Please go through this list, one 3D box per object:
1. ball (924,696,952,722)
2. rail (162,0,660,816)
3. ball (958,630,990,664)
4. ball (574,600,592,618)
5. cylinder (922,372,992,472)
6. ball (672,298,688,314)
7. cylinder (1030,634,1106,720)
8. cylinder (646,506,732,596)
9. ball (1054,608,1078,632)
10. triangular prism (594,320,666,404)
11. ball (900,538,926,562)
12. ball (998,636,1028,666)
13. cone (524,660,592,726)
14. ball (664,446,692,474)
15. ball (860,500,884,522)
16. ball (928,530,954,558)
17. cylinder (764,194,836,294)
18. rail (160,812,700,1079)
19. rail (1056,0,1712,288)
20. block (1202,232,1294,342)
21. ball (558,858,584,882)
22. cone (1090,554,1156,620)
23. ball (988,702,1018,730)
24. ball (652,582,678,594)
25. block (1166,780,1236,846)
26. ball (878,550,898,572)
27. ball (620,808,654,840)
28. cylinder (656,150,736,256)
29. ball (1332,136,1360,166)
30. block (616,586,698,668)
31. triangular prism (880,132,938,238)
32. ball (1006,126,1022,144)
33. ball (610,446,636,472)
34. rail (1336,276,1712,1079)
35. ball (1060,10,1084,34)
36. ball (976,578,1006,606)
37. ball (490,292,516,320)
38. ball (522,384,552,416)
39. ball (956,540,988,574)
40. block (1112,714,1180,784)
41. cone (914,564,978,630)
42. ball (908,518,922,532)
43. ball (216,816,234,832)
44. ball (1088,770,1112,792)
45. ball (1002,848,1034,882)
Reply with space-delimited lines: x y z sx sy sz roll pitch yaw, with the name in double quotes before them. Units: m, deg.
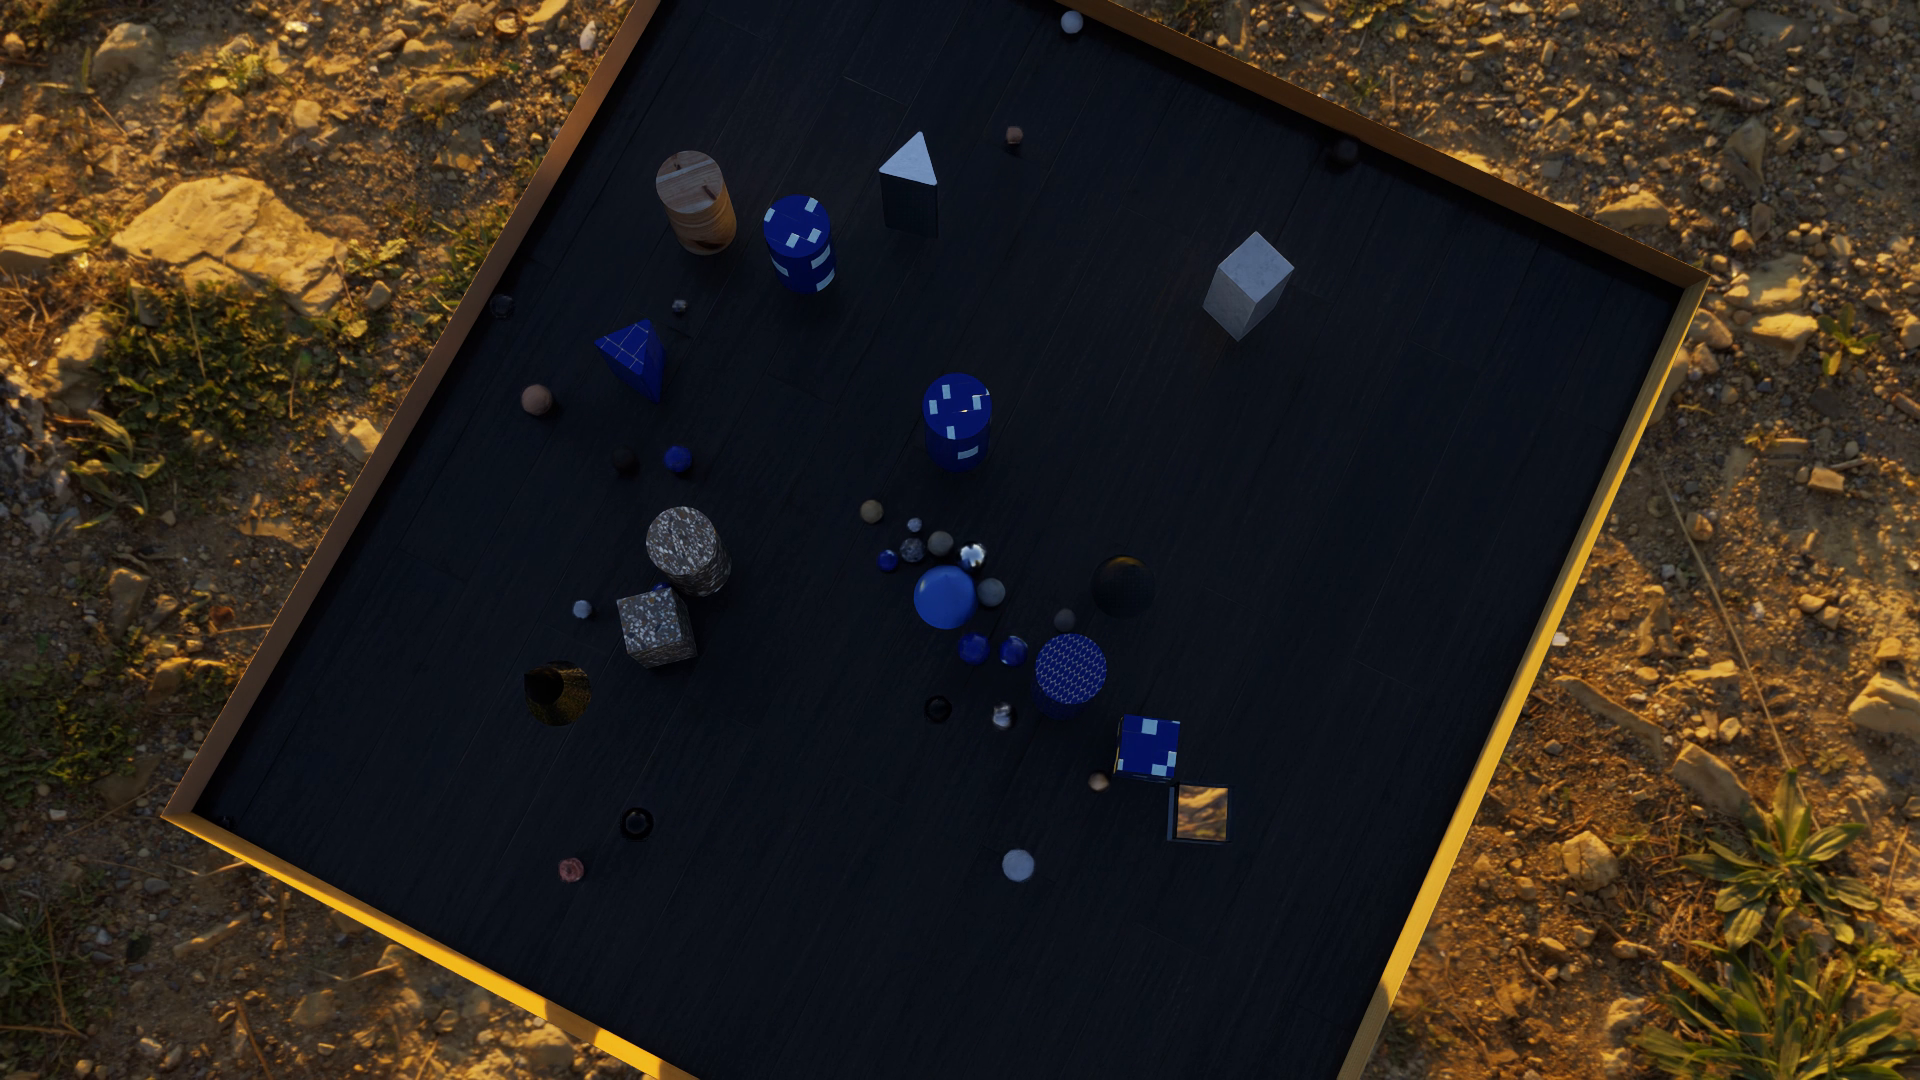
"ball" -0.065 0.505 5.471 0.081 0.081 0.081 0 78 0
"rail" -1.505 -0.730 5.700 0.045 0.130 3.557 26 80 5
"ball" 0.043 0.323 5.499 0.100 0.100 0.100 0 78 0
"ball" -1.142 0.210 5.545 0.055 0.055 0.055 0 78 0
"cylinder" -0.008 -0.347 5.486 0.200 0.396 0.200 0 78 0
"ball" -0.878 -0.731 5.742 0.050 0.050 0.050 0 78 0
"cylinder" 0.310 0.402 5.319 0.200 0.420 0.200 0 78 0
"cylinder" -0.798 0.039 5.422 0.200 0.365 0.200 0 78 0
"ball" 0.318 0.242 5.530 0.071 0.071 0.071 0 78 0
"triangular prism" -0.967 -0.563 5.573 0.173 0.313 0.150 35 80 7
"ball" -0.142 0.030 5.570 0.078 0.078 0.078 0 78 0
"ball" 0.161 0.334 5.501 0.090 0.090 0.090 0 78 0
"cone" -1.211 0.416 5.304 0.200 0.445 0.200 0 78 0
"ball" -0.864 -0.248 5.625 0.085 0.085 0.085 0 78 0
"ball" -0.268 -0.088 5.598 0.072 0.072 0.072 0 78 0
"ball" -0.058 0.012 5.573 0.081 0.081 0.081 0 78 0
"cylinder" -0.489 -0.906 5.639 0.200 0.323 0.200 0 78 0
"rail" -0.785 1.544 5.230 3.414 0.130 0.045 26 80 5
"rail" 0.785 -1.530 5.866 3.414 0.130 0.045 26 80 5
"block" 0.875 -0.768 5.588 0.160 0.367 0.160 -43 81 -8
"ball" -1.141 0.969 5.379 0.072 0.072 0.072 0 78 0
"cone" 0.499 0.107 5.411 0.200 0.359 0.200 0 78 0
"ball" 0.128 0.526 5.465 0.085 0.085 0.085 0 78 0
"ball" -0.895 0.166 5.542 0.079 0.079 0.079 0 78 0
"block" 0.699 0.794 5.322 0.160 0.256 0.160 4 78 1
"ball" -0.219 0.062 5.571 0.065 0.065 0.065 0 78 0
"ball" -0.951 0.836 5.395 0.095 0.095 0.095 0 78 0
"cylinder" -0.809 -1.034 5.649 0.200 0.355 0.200 0 78 0
"ball" 1.227 -1.237 5.826 0.092 0.092 0.092 0 78 0
"block" -0.889 0.261 5.401 0.160 0.316 0.160 -14 79 -3
"triangular prism" -0.136 -1.094 5.621 0.173 0.435 0.150 14 79 3
"ball" 0.173 -1.292 5.855 0.056 0.056 0.056 0 78 0
"ball" -1.033 -0.250 5.628 0.079 0.079 0.079 0 78 0
"rail" 1.505 0.744 5.395 0.045 0.130 3.557 26 80 5
"ball" 0.363 -1.675 5.925 0.075 0.075 0.075 0 78 0
"ball" 0.093 0.158 5.539 0.089 0.089 0.089 0 78 0
"ball" -1.428 -0.731 5.726 0.082 0.082 0.082 0 78 0
"ball" -1.306 -0.433 5.658 0.095 0.095 0.095 0 78 0
"ball" 0.037 0.051 5.556 0.099 0.099 0.099 0 78 0
"block" 0.542 0.613 5.366 0.160 0.242 0.160 8 78 2
"cone" -0.041 0.135 5.397 0.200 0.375 0.200 0 78 0
"ball" -0.137 -0.047 5.603 0.045 0.045 0.045 0 78 0
"ball" -2.172 0.841 5.416 0.052 0.052 0.052 0 78 0
"ball" 0.415 0.716 5.434 0.067 0.067 0.067 0 78 0
"ball" 0.171 0.952 5.372 0.094 0.094 0.094 0 78 0
